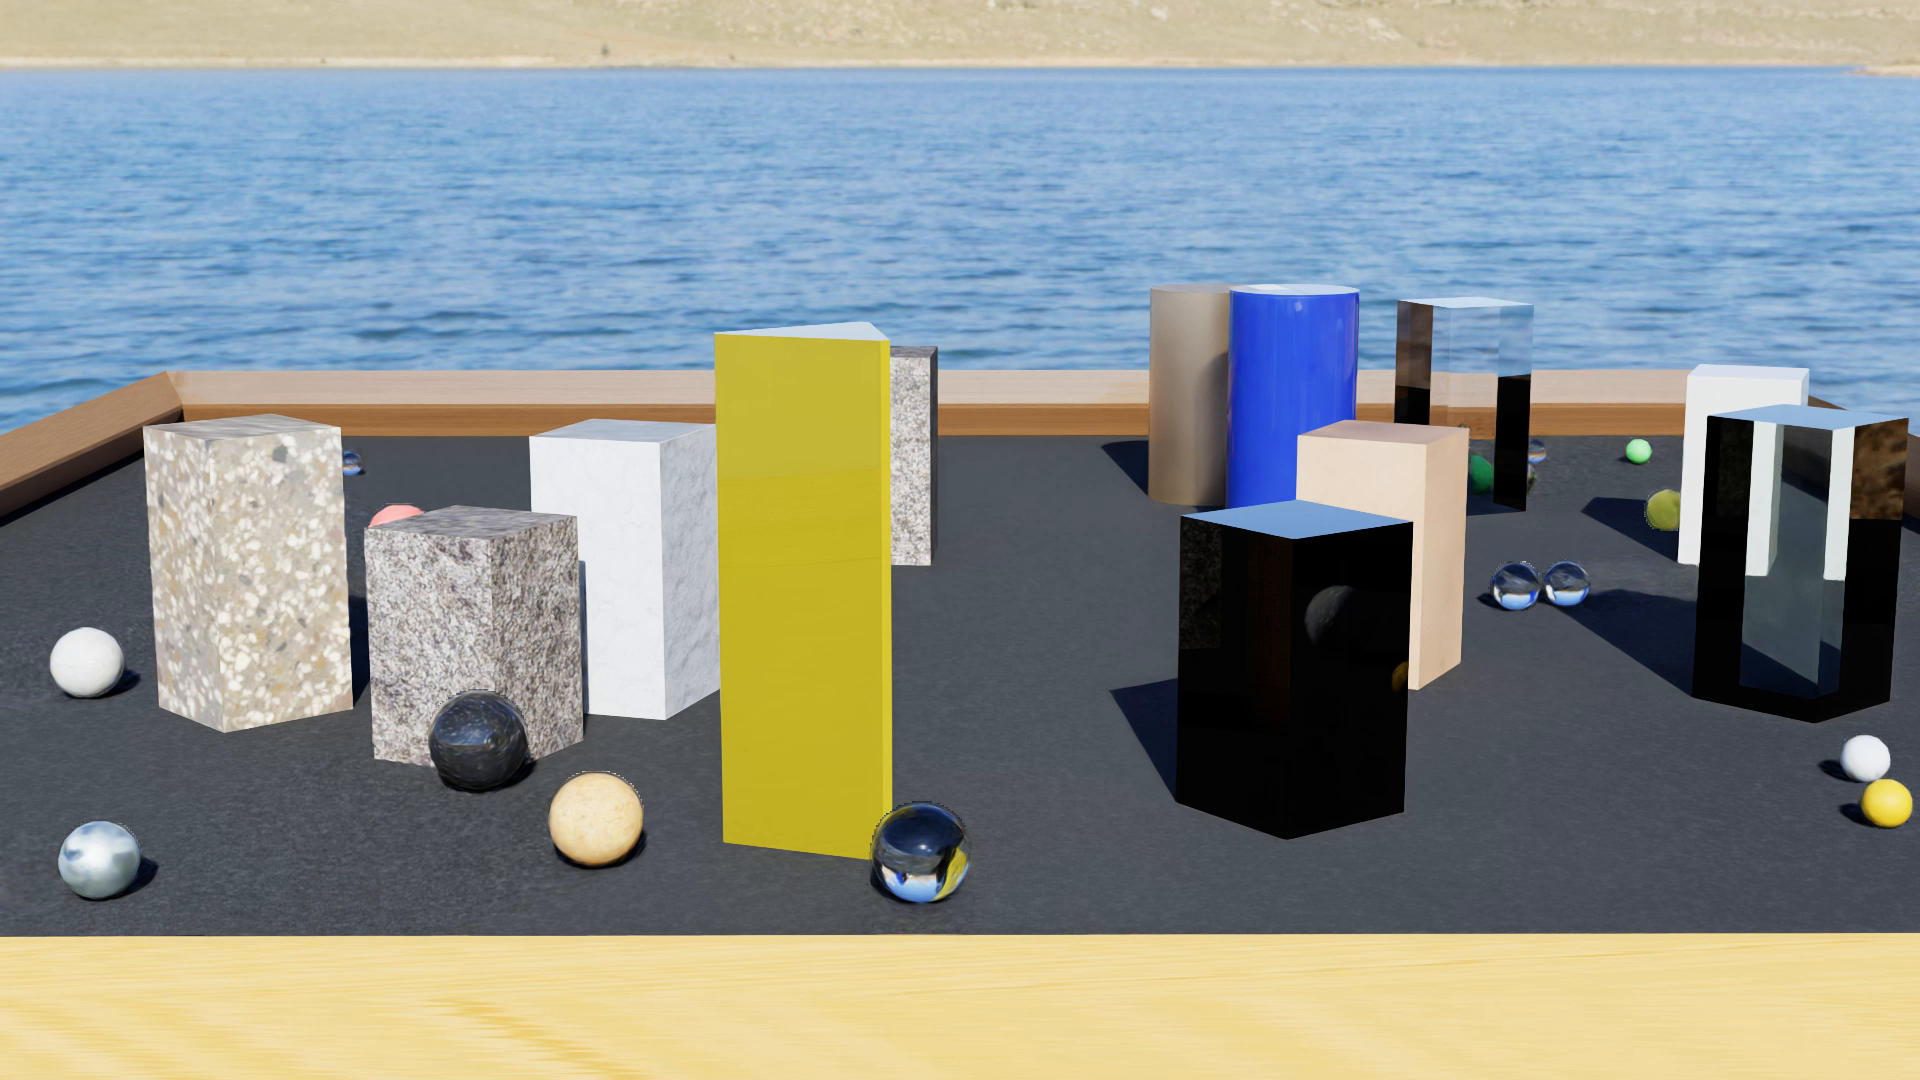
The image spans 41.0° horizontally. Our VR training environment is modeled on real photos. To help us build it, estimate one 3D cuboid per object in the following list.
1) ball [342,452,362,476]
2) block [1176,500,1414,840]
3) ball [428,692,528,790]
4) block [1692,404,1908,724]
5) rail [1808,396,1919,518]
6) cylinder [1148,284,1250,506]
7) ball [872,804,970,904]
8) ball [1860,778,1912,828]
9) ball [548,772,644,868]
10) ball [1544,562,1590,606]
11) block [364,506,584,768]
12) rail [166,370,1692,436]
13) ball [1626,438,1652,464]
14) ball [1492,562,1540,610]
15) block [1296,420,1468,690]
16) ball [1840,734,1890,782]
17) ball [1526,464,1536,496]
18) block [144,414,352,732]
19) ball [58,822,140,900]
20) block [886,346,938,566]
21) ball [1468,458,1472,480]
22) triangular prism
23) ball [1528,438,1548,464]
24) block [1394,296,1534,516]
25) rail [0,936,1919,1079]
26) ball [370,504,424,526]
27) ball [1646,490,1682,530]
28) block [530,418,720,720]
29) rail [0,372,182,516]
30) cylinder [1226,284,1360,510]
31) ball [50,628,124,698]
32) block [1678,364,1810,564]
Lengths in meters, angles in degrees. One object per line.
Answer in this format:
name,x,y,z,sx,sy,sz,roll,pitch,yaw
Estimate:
ball,-1.097,-0.138,4.612,0.044,0.044,0.044,0,10,0
block,0.328,0.122,2.526,0.159,0.292,0.159,-8,13,-36
ball,-0.490,0.204,2.608,0.100,0.100,0.100,0,10,0
block,0.967,0.022,2.956,0.159,0.332,0.159,-9,14,-40
rail,1.543,0.032,3.457,0.045,0.129,3.369,0,10,0
cylinder,0.421,-0.250,4.362,0.199,0.356,0.199,0,10,0
ball,-0.034,0.276,2.259,0.087,0.087,0.087,0,10,0
ball,0.896,0.255,2.480,0.048,0.048,0.048,0,10,0
ball,-0.335,0.257,2.359,0.087,0.087,0.087,0,10,0
ball,0.826,0.060,3.496,0.062,0.062,0.062,0,10,0
block,-0.518,0.103,2.747,0.159,0.249,0.159,5,12,25
rail,-0.010,-0.269,5.082,3.133,0.129,0.045,0,10,0
ball,1.256,-0.164,4.748,0.047,0.047,0.047,0,10,0
ball,0.752,0.063,3.471,0.065,0.065,0.065,0,10,0
block,0.510,0.014,3.112,0.159,0.292,0.159,6,12,28
ball,0.931,0.225,2.638,0.049,0.049,0.049,0,10,0
ball,0.936,-0.102,4.329,0.070,0.070,0.070,0,10,0
block,-0.809,0.033,2.918,0.159,0.326,0.159,-9,14,-42
ball,-0.762,0.283,2.270,0.069,0.069,0.069,0,10,0
block,-0.118,-0.129,3.843,0.159,0.308,0.159,1,10,4
ball,0.847,-0.121,4.422,0.071,0.071,0.071,0,10,0
triangular prism,-0.119,0.041,2.436,0.172,0.484,0.149,4,11,21
ball,1.066,-0.165,4.758,0.045,0.045,0.045,0,10,0
block,0.832,-0.223,4.257,0.159,0.342,0.159,-4,11,-22
rail,0.010,0.335,1.815,3.133,0.129,0.045,0,10,0
ball,-0.813,-0.003,3.733,0.099,0.099,0.099,0,10,0
ball,1.121,-0.047,4.066,0.065,0.065,0.065,0,10,0
block,-0.384,0.030,2.963,0.159,0.315,0.159,3,11,18
rail,-1.543,0.035,3.440,0.045,0.129,3.369,0,10,0
cylinder,0.514,-0.195,3.977,0.199,0.387,0.199,0,10,0
ball,-1.017,0.143,2.988,0.082,0.082,0.082,0,10,0
block,1.168,-0.111,3.821,0.159,0.280,0.159,4,11,22
